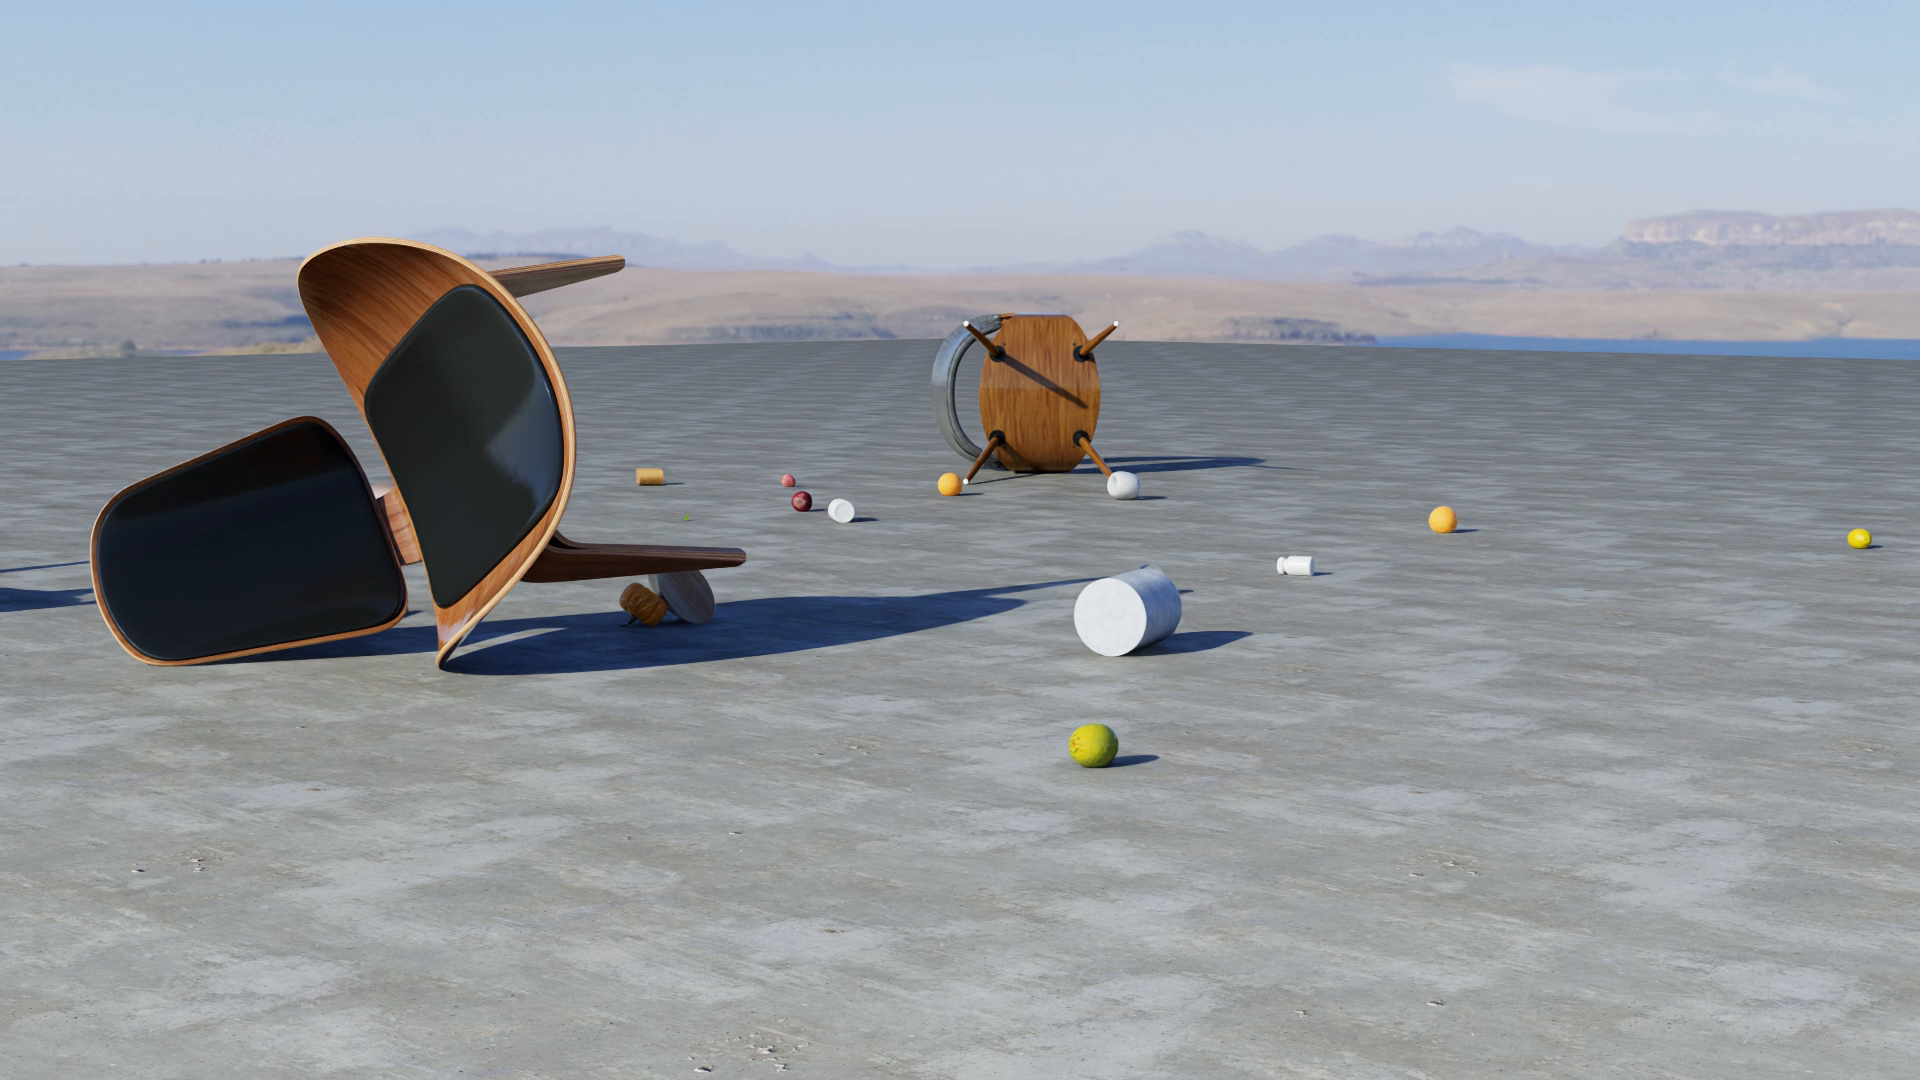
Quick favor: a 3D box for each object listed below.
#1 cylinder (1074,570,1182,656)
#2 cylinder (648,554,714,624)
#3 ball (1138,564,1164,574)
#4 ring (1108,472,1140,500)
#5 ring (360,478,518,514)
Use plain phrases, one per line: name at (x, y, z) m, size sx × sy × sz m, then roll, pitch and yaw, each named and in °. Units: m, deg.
cylinder at (0.297, 0.127, 4.522) m, size 0.136 × 0.136 × 0.166 m, roll 22°, pitch 15°, yaw 23°
cylinder at (-0.532, 0.092, 4.887) m, size 0.086 × 0.146 × 0.081 m, roll -39°, pitch 17°, yaw -13°
ball at (0.392, 0.082, 5.306) m, size 0.064 × 0.064 × 0.064 m, roll 0°, pitch 6°, yaw 0°
ring at (0.483, -0.160, 7.566) m, size 0.074 × 0.083 × 0.121 m, roll 8°, pitch 5°, yaw -16°
ring at (-1.476, -0.124, 7.275) m, size 0.441 × 0.071 × 0.514 m, roll -2°, pitch 6°, yaw -22°
